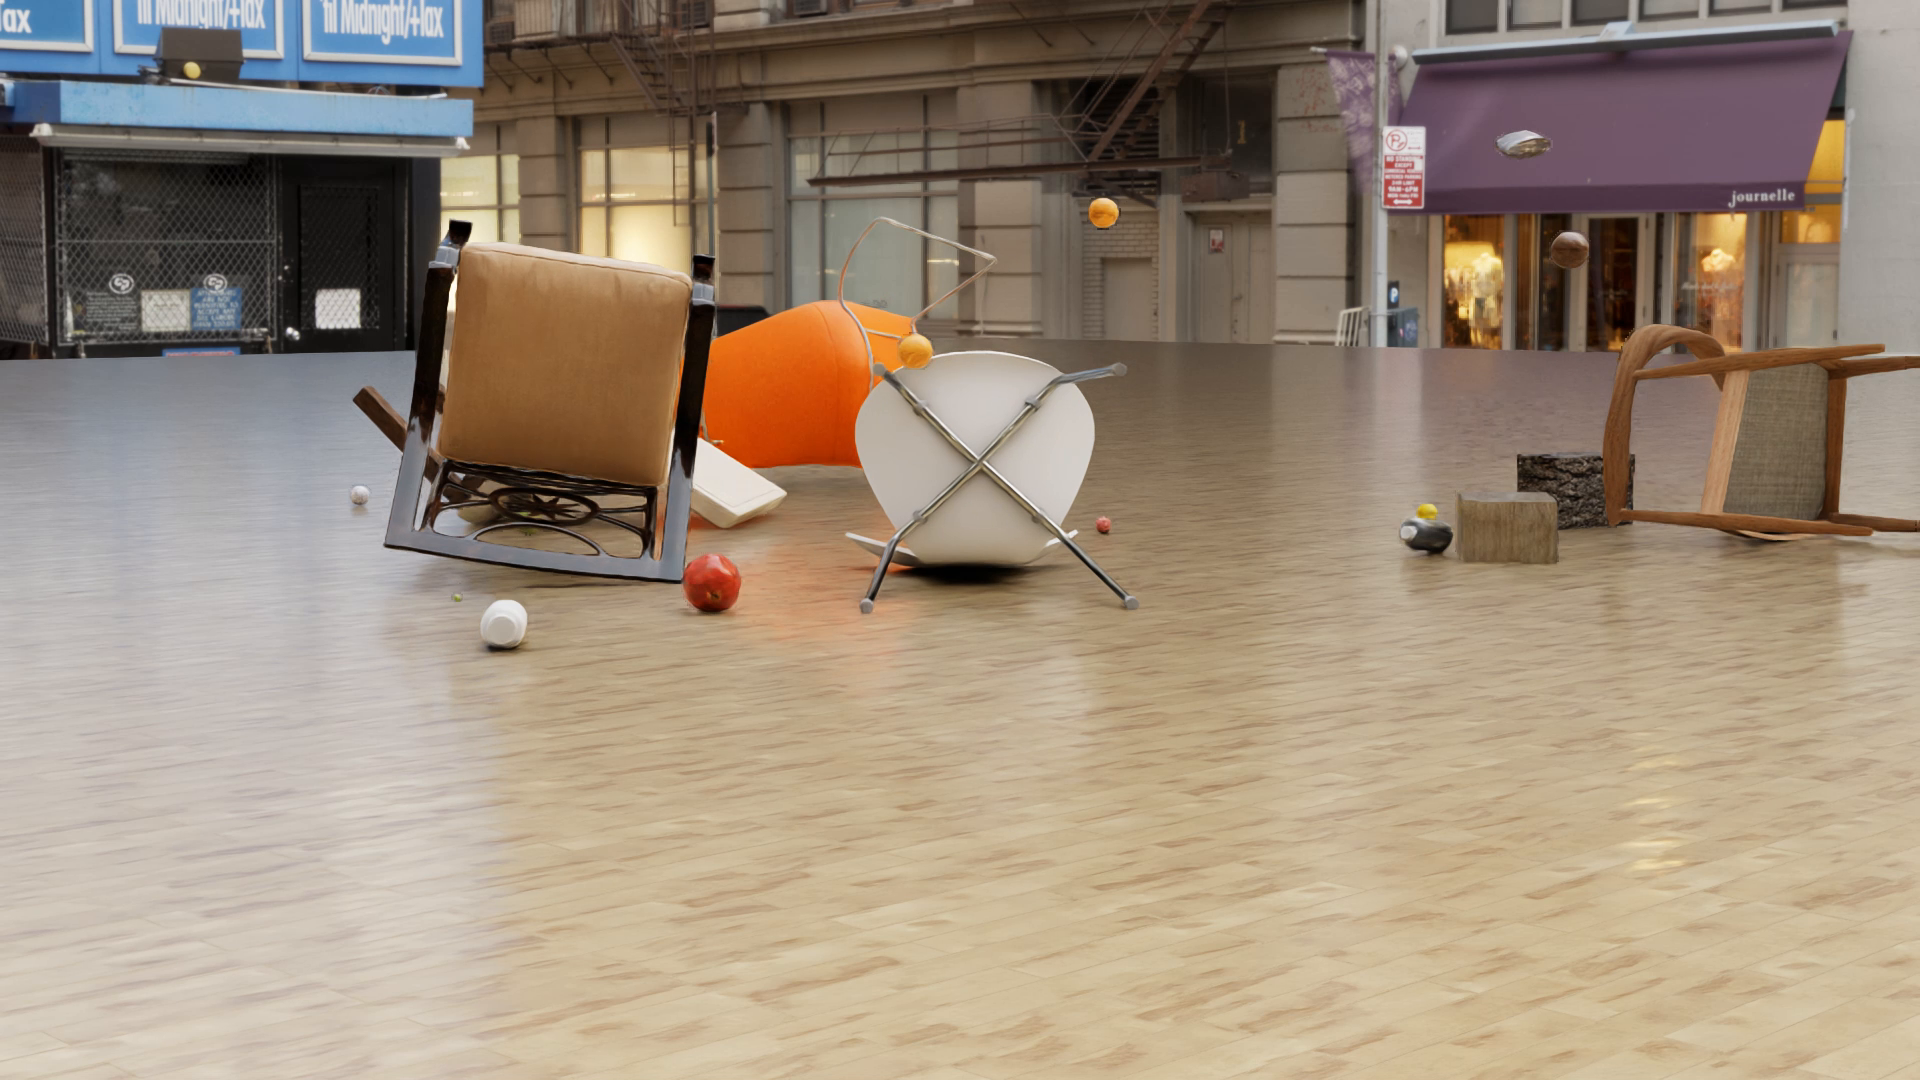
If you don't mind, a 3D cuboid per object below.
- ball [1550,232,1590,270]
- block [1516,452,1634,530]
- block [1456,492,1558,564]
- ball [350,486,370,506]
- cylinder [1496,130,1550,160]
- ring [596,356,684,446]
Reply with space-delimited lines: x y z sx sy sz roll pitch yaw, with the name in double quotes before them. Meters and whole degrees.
"ball" 1.337 -0.635 5.625 0.083 0.083 0.083 0 6 0
"block" 1.628 -0.133 6.787 0.283 0.187 0.145 -4 7 -32
"block" 1.280 -0.030 6.012 0.210 0.142 0.244 1 6 8
"ball" -1.726 -0.128 7.380 0.057 0.057 0.057 0 6 0
"cylinder" 1.420 -0.997 6.473 0.120 0.050 0.068 -13 28 -13
"ring" -0.832 -0.362 6.670 0.242 0.231 0.118 13 11 25
